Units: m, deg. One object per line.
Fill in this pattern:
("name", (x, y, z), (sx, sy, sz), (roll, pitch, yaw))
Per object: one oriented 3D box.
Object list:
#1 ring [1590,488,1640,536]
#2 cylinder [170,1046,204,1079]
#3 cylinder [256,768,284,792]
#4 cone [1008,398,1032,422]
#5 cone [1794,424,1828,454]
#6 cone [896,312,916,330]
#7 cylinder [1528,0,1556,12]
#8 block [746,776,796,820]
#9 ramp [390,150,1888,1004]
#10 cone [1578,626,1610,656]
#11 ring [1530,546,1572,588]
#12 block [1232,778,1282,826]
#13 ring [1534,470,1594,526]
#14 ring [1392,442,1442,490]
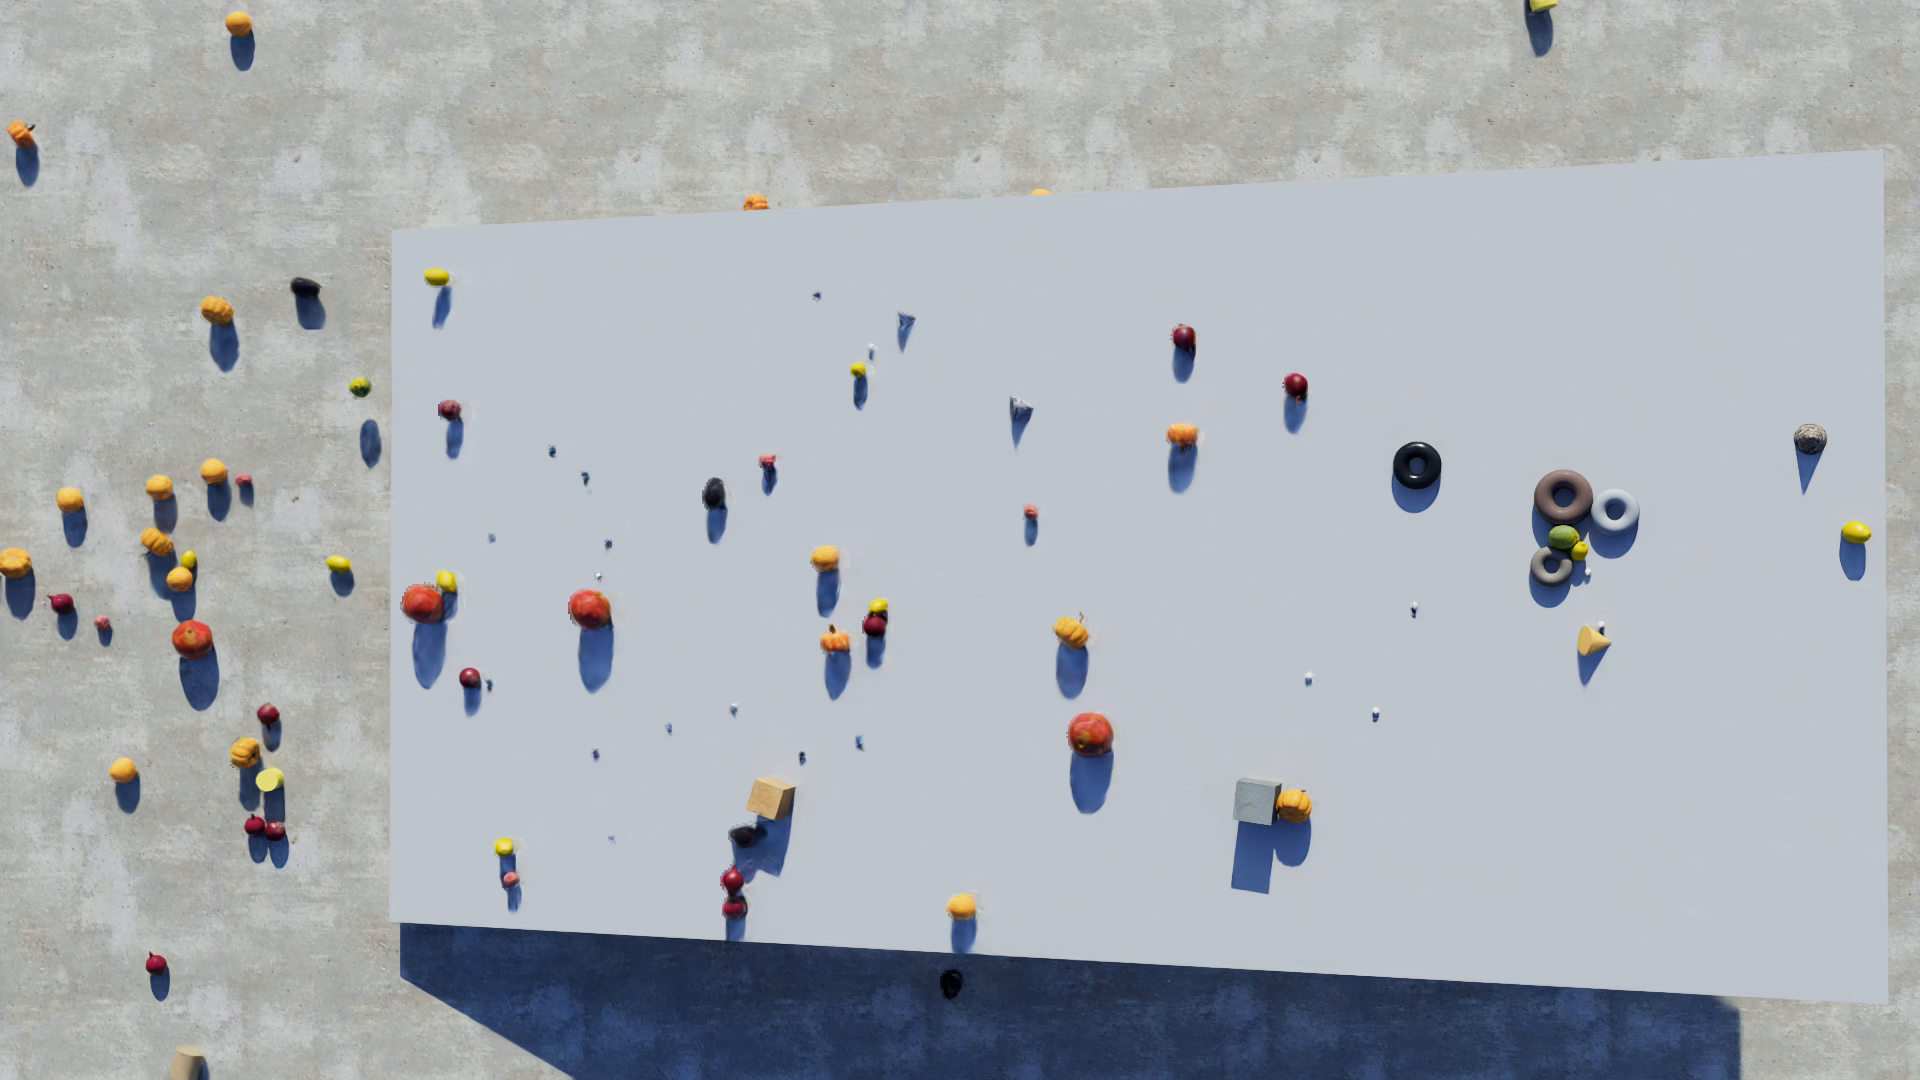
("ring", (1.582, -0.067, 5.311), (0.116, 0.039, 0.116), (0, 90, 17))
("cylinder", (-2.247, 1.525, 6.392), (0.080, 0.080, 0.080), (17, 89, 0))
("cylinder", (-2.011, 0.699, 6.412), (0.062, 0.062, 0.062), (0, 89, 0))
("cone", (0.166, -0.347, 5.771), (0.063, 0.063, 0.063), (-13, 89, -25))
("cone", (1.999, -0.239, 5.162), (0.074, 0.074, 0.074), (0, 89, 18))
("cone", (-0.140, -0.589, 5.875), (0.050, 0.050, 0.050), (-11, 89, -10))
("cylinder", (1.701, -1.593, 6.439), (0.073, 0.073, 0.073), (-15, 88, 0))
("block", (-0.511, 0.697, 5.941), (0.087, 0.087, 0.087), (18, 95, 17))
("ramp", (0.275, 0.093, 5.797), (4.000, 0.100, 2.000), (0, 89, 18))
("cone", (1.545, 0.244, 5.321), (0.072, 0.072, 0.072), (1, 89, -16))
("ring", (1.441, 0.065, 5.356), (0.101, 0.034, 0.101), (-1, 88, 18))
("block", (0.748, 0.657, 5.535), (0.098, 0.098, 0.098), (7, 91, 18))
("ring", (1.466, -0.102, 5.344), (0.141, 0.047, 0.141), (-1, 88, 17))
("ring", (1.134, -0.185, 5.455), (0.121, 0.040, 0.121), (0, 90, 17))
